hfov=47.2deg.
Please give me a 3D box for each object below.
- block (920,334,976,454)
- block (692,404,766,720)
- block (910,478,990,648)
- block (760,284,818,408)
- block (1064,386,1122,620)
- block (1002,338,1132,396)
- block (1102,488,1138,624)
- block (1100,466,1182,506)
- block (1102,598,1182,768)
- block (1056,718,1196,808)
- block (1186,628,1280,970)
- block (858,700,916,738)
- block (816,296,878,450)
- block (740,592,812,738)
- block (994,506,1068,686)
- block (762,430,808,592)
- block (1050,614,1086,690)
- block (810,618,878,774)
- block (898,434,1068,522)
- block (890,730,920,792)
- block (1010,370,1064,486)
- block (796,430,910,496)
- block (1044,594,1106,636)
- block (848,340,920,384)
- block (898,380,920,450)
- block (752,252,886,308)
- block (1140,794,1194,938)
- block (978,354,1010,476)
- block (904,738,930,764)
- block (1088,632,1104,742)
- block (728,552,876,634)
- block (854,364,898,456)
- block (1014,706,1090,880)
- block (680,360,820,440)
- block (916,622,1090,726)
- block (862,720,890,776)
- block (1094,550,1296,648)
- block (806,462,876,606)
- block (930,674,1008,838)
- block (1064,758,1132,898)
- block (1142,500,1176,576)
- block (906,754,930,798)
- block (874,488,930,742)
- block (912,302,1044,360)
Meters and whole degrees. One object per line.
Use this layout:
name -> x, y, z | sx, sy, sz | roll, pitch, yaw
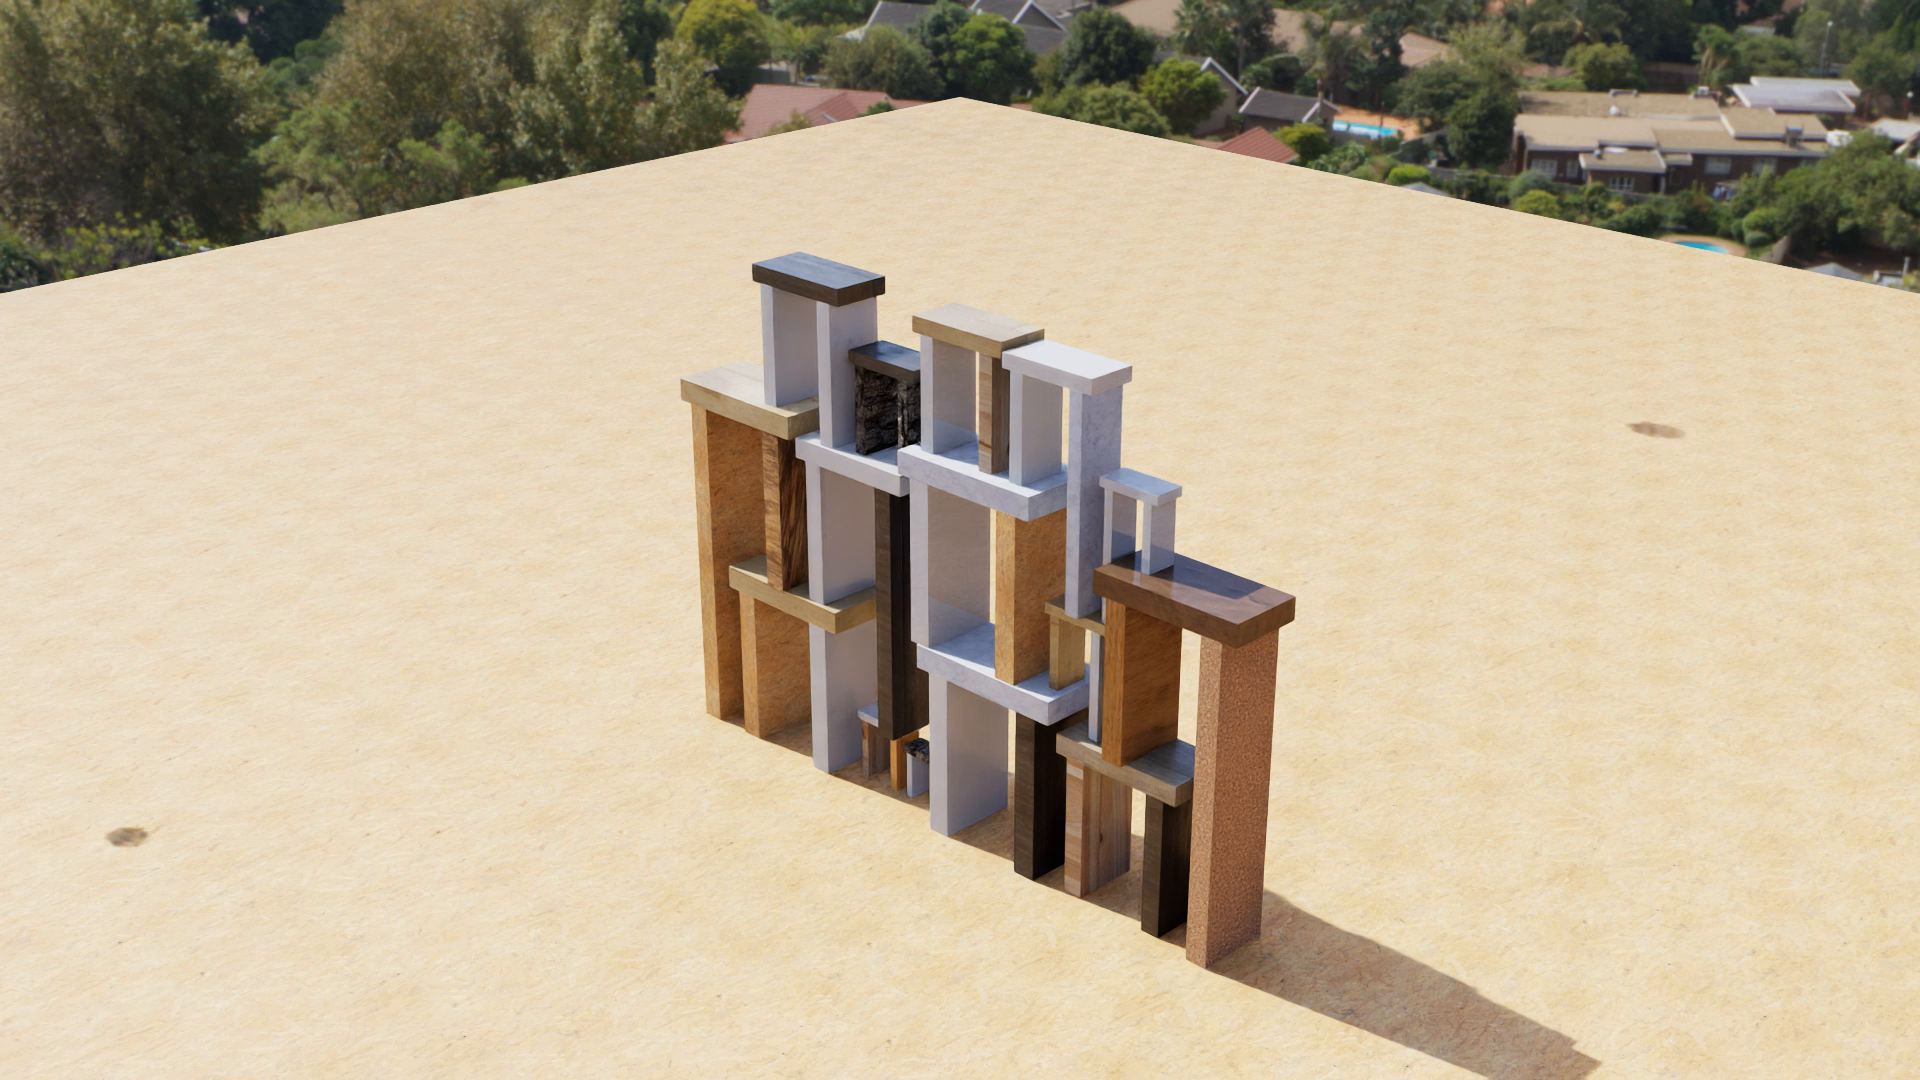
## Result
block -> -0.022, -0.286, 4.132 | 0.032, 0.229, 0.114 | 21, 31, 41
block -> -0.483, 0.032, 4.759 | 0.048, 0.723, 0.171 | 21, 31, 41
block -> -0.018, 0.023, 4.256 | 0.048, 0.340, 0.170 | 21, 31, 41
block -> -0.337, -0.403, 4.413 | 0.126, 0.251, 0.036 | -21, 31, -41
block -> 0.239, -0.074, 3.930 | 0.030, 0.432, 0.107 | 21, 31, 41
block -> 0.188, -0.307, 3.887 | 0.107, 0.030, 0.214 | -21, 31, -41
block -> 0.284, 0.022, 3.924 | 0.019, 0.260, 0.067 | 21, 31, 41
block -> 0.316, -0.094, 3.841 | 0.067, 0.019, 0.133 | -21, 31, -41
block -> 0.329, 0.234, 3.960 | 0.045, 0.320, 0.160 | 21, 31, 41
block -> 0.331, 0.397, 4.038 | 0.287, 0.041, 0.144 | 21, 31, 41
block -> 0.480, 0.444, 3.885 | 0.045, 0.648, 0.160 | 21, 31, 41
block -> -0.144, 0.369, 4.539 | 0.129, 0.018, 0.064 | 21, 31, 41
block -> -0.219, -0.336, 4.313 | 0.126, 0.295, 0.036 | -21, 31, -41
block -> -0.391, 0.246, 4.753 | 0.047, 0.335, 0.167 | 21, 31, 41
block -> 0.143, 0.086, 4.108 | 0.048, 0.340, 0.170 | 21, 31, 41
block -> -0.322, -0.081, 4.536 | 0.048, 0.341, 0.171 | 21, 31, 41
block -> 0.200, 0.199, 4.086 | 0.075, 0.149, 0.021 | -21, 31, -41
block -> -0.233, 0.307, 4.608 | 0.047, 0.335, 0.167 | 21, 31, 41
block -> 0.062, -0.125, 4.106 | 0.340, 0.048, 0.170 | 21, 31, 41
block -> -0.114, 0.448, 4.540 | 0.018, 0.129, 0.064 | 21, 31, 41
block -> 0.138, -0.214, 3.981 | 0.030, 0.214, 0.107 | 21, 31, 41
block -> -0.168, -0.164, 4.340 | 0.151, 0.043, 0.302 | -21, 31, -40
block -> 0.236, 0.134, 4.020 | 0.149, 0.021, 0.075 | 21, 31, 40
block -> -0.119, -0.342, 4.208 | 0.090, 0.026, 0.181 | -21, 31, -41
block -> -0.077, -0.230, 4.209 | 0.090, 0.181, 0.026 | -21, 31, -41
block -> -0.278, -0.512, 4.303 | 0.126, 0.036, 0.251 | -21, 31, -41
block -> 0.399, 0.574, 4.040 | 0.041, 0.287, 0.144 | 21, 31, 41
block -> 0.086, -0.244, 4.033 | 0.032, 0.229, 0.114 | 21, 31, 41
block -> -0.063, 0.432, 4.471 | 0.099, 0.014, 0.050 | 21, 31, 41
block -> 0.271, 0.258, 4.034 | 0.021, 0.218, 0.075 | 21, 31, 41
block -> -0.312, 0.100, 4.606 | 0.335, 0.047, 0.167 | 21, 31, 41
block -> -0.162, -0.263, 4.287 | 0.090, 0.181, 0.026 | -21, 31, -40
block -> 0.183, 0.464, 4.223 | 0.049, 0.347, 0.174 | 21, 31, 41
block -> -0.402, -0.291, 4.534 | 0.171, 0.048, 0.341 | -21, 31, -41
block -> 0.101, 0.249, 4.221 | 0.347, 0.049, 0.174 | 21, 31, 41
block -> -0.174, 0.425, 4.595 | 0.018, 0.129, 0.064 | 21, 31, 41
block -> 0.405, 0.095, 3.819 | 0.320, 0.045, 0.160 | 21, 31, 41
block -> -0.239, -0.033, 4.473 | 0.043, 0.302, 0.151 | 21, 31, 41
block -> 0.019, 0.400, 4.374 | 0.049, 0.347, 0.174 | 21, 31, 41
block -> 0.264, 0.521, 4.165 | 0.041, 0.287, 0.144 | 21, 31, 41
block -> 0.347, -0.012, 3.842 | 0.019, 0.133, 0.067 | 21, 31, 41
block -> -0.086, 0.475, 4.515 | 0.014, 0.099, 0.050 | 21, 31, 41
block -> -0.097, 0.131, 4.388 | 0.151, 0.538, 0.043 | -21, 31, -41
block -> 0.032, -0.385, 4.032 | 0.229, 0.032, 0.114 | 21, 31, 41
